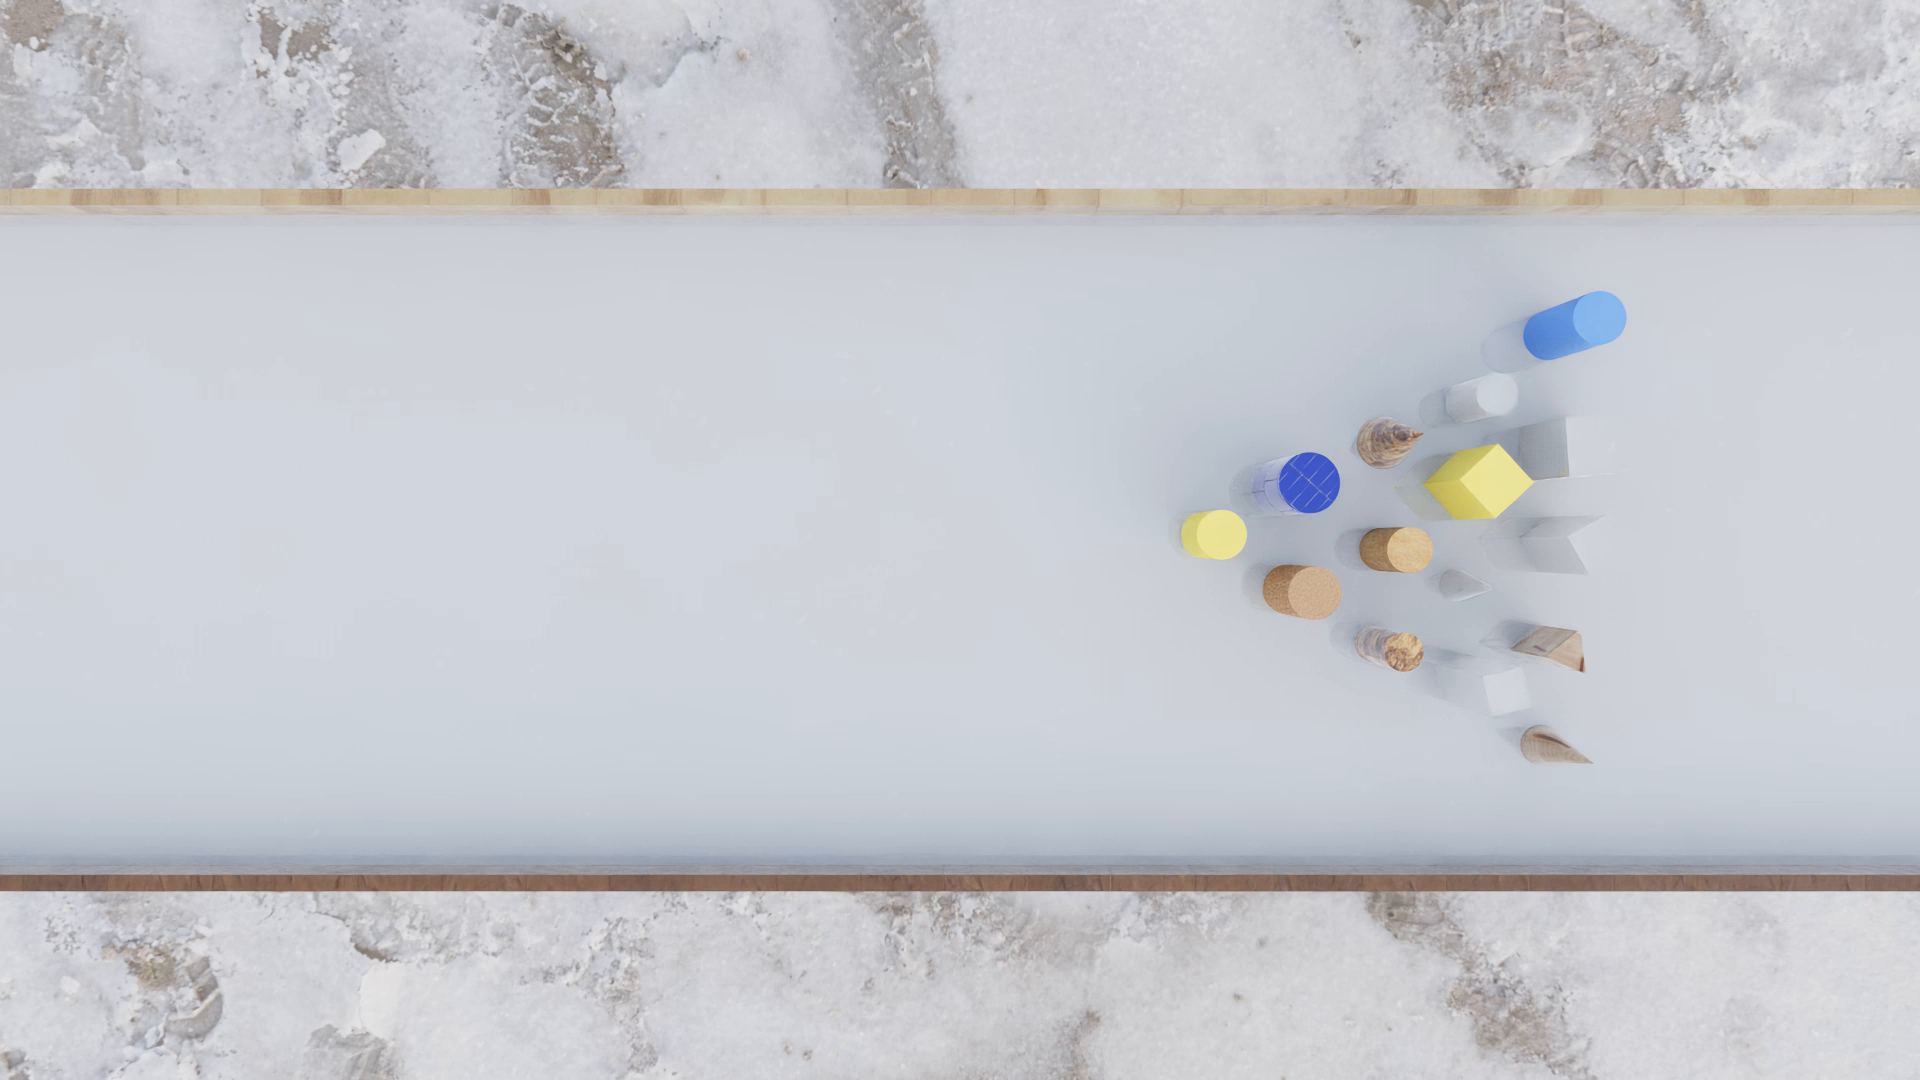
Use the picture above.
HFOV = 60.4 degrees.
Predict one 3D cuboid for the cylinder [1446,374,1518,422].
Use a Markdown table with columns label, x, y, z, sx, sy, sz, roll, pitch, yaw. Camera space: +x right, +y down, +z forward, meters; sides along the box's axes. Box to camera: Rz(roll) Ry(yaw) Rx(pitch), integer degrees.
| label | x | y | z | sx | sy | sz | roll | pitch | yaw |
| --- | --- | --- | --- | --- | --- | --- | --- | --- | --- |
| cylinder | 1.555 | -0.423 | 4.926 | 0.121 | 0.301 | 0.121 | 0 | 90 | 0 |

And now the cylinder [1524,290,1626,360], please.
| label | x | y | z | sx | sy | sz | roll | pitch | yaw |
| --- | --- | --- | --- | --- | --- | --- | --- | --- | --- |
| cylinder | 1.809 | -0.629 | 4.870 | 0.152 | 0.413 | 0.152 | 0 | 90 | 0 |

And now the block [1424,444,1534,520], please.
| label | x | y | z | sx | sy | sz | roll | pitch | yaw |
| --- | --- | --- | --- | --- | --- | --- | --- | --- | --- |
| block | 1.531 | -0.168 | 4.890 | 0.151 | 0.372 | 0.151 | -43 | 90 | 0 |

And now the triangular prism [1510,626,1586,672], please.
| label | x | y | z | sx | sy | sz | roll | pitch | yaw |
| --- | --- | --- | --- | --- | --- | --- | --- | --- | --- |
| triangular prism | 1.769 | 0.311 | 4.918 | 0.121 | 0.317 | 0.104 | 22 | 90 | 0 |

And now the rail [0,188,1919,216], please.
| label | x | y | z | sx | sy | sz | roll | pitch | yaw |
| --- | --- | --- | --- | --- | --- | --- | --- | --- | --- |
| rail | -2.247 | -1.025 | 5.002 | 12.000 | 0.150 | 0.050 | 0 | 90 | 0 |

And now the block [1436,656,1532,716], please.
| label | x | y | z | sx | sy | sz | roll | pitch | yaw |
| --- | --- | --- | --- | --- | --- | --- | --- | --- | --- |
| block | 1.534 | 0.425 | 4.851 | 0.115 | 0.452 | 0.115 | -13 | 90 | 0 |

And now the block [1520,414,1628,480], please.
| label | x | y | z | sx | sy | sz | roll | pitch | yaw |
| --- | --- | --- | --- | --- | --- | --- | --- | --- | --- |
| block | 1.812 | -0.270 | 4.885 | 0.168 | 0.383 | 0.168 | -4 | 90 | 0 |

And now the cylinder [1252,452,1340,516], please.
| label | x | y | z | sx | sy | sz | roll | pitch | yaw |
| --- | --- | --- | --- | --- | --- | --- | --- | --- | --- |
| cylinder | 0.985 | -0.161 | 4.861 | 0.173 | 0.430 | 0.173 | 0 | 90 | 0 |

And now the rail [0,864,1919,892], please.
| label | x | y | z | sx | sy | sz | roll | pitch | yaw |
| --- | --- | --- | --- | --- | --- | --- | --- | --- | --- |
| rail | -2.247 | 1.025 | 5.001 | 12.000 | 0.150 | 0.050 | 0 | 90 | 0 |

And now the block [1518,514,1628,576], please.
| label | x | y | z | sx | sy | sz | roll | pitch | yaw |
| --- | --- | --- | --- | --- | --- | --- | --- | --- | --- |
| block | 1.805 | 0.014 | 4.873 | 0.125 | 0.407 | 0.125 | -30 | 90 | 0 |

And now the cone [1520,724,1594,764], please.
| label | x | y | z | sx | sy | sz | roll | pitch | yaw |
| --- | --- | --- | --- | --- | --- | --- | --- | --- | --- |
| cone | 1.786 | 0.630 | 4.858 | 0.122 | 0.437 | 0.122 | 0 | 90 | 0 |

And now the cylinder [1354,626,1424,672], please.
| label | x | y | z | sx | sy | sz | roll | pitch | yaw |
| --- | --- | --- | --- | --- | --- | --- | --- | --- | --- |
| cylinder | 1.272 | 0.321 | 4.900 | 0.113 | 0.353 | 0.113 | 0 | 90 | 0 |

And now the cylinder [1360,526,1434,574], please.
| label | x | y | z | sx | sy | sz | roll | pitch | yaw |
| --- | --- | --- | --- | --- | --- | --- | --- | --- | --- |
| cylinder | 1.295 | 0.029 | 4.911 | 0.133 | 0.331 | 0.133 | 0 | 90 | 0 |

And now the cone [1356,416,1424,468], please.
| label | x | y | z | sx | sy | sz | roll | pitch | yaw |
| --- | --- | --- | --- | --- | --- | --- | --- | --- | --- |
| cone | 1.302 | -0.300 | 4.852 | 0.162 | 0.449 | 0.162 | 0 | 90 | 0 |

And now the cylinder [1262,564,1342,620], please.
| label | x | y | z | sx | sy | sz | roll | pitch | yaw |
| --- | --- | --- | --- | --- | --- | --- | --- | --- | --- |
| cylinder | 1.008 | 0.152 | 4.879 | 0.153 | 0.394 | 0.153 | 0 | 90 | 0 |

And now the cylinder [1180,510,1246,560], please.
| label | x | y | z | sx | sy | sz | roll | pitch | yaw |
| --- | --- | --- | --- | --- | --- | --- | --- | --- | --- |
| cylinder | 0.751 | -0.015 | 4.905 | 0.143 | 0.344 | 0.143 | 0 | 90 | 0 |

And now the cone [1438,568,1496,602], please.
| label | x | y | z | sx | sy | sz | roll | pitch | yaw |
| --- | --- | --- | --- | --- | --- | --- | --- | --- | --- |
| cone | 1.525 | 0.139 | 4.885 | 0.103 | 0.384 | 0.103 | 0 | 90 | 0 |
